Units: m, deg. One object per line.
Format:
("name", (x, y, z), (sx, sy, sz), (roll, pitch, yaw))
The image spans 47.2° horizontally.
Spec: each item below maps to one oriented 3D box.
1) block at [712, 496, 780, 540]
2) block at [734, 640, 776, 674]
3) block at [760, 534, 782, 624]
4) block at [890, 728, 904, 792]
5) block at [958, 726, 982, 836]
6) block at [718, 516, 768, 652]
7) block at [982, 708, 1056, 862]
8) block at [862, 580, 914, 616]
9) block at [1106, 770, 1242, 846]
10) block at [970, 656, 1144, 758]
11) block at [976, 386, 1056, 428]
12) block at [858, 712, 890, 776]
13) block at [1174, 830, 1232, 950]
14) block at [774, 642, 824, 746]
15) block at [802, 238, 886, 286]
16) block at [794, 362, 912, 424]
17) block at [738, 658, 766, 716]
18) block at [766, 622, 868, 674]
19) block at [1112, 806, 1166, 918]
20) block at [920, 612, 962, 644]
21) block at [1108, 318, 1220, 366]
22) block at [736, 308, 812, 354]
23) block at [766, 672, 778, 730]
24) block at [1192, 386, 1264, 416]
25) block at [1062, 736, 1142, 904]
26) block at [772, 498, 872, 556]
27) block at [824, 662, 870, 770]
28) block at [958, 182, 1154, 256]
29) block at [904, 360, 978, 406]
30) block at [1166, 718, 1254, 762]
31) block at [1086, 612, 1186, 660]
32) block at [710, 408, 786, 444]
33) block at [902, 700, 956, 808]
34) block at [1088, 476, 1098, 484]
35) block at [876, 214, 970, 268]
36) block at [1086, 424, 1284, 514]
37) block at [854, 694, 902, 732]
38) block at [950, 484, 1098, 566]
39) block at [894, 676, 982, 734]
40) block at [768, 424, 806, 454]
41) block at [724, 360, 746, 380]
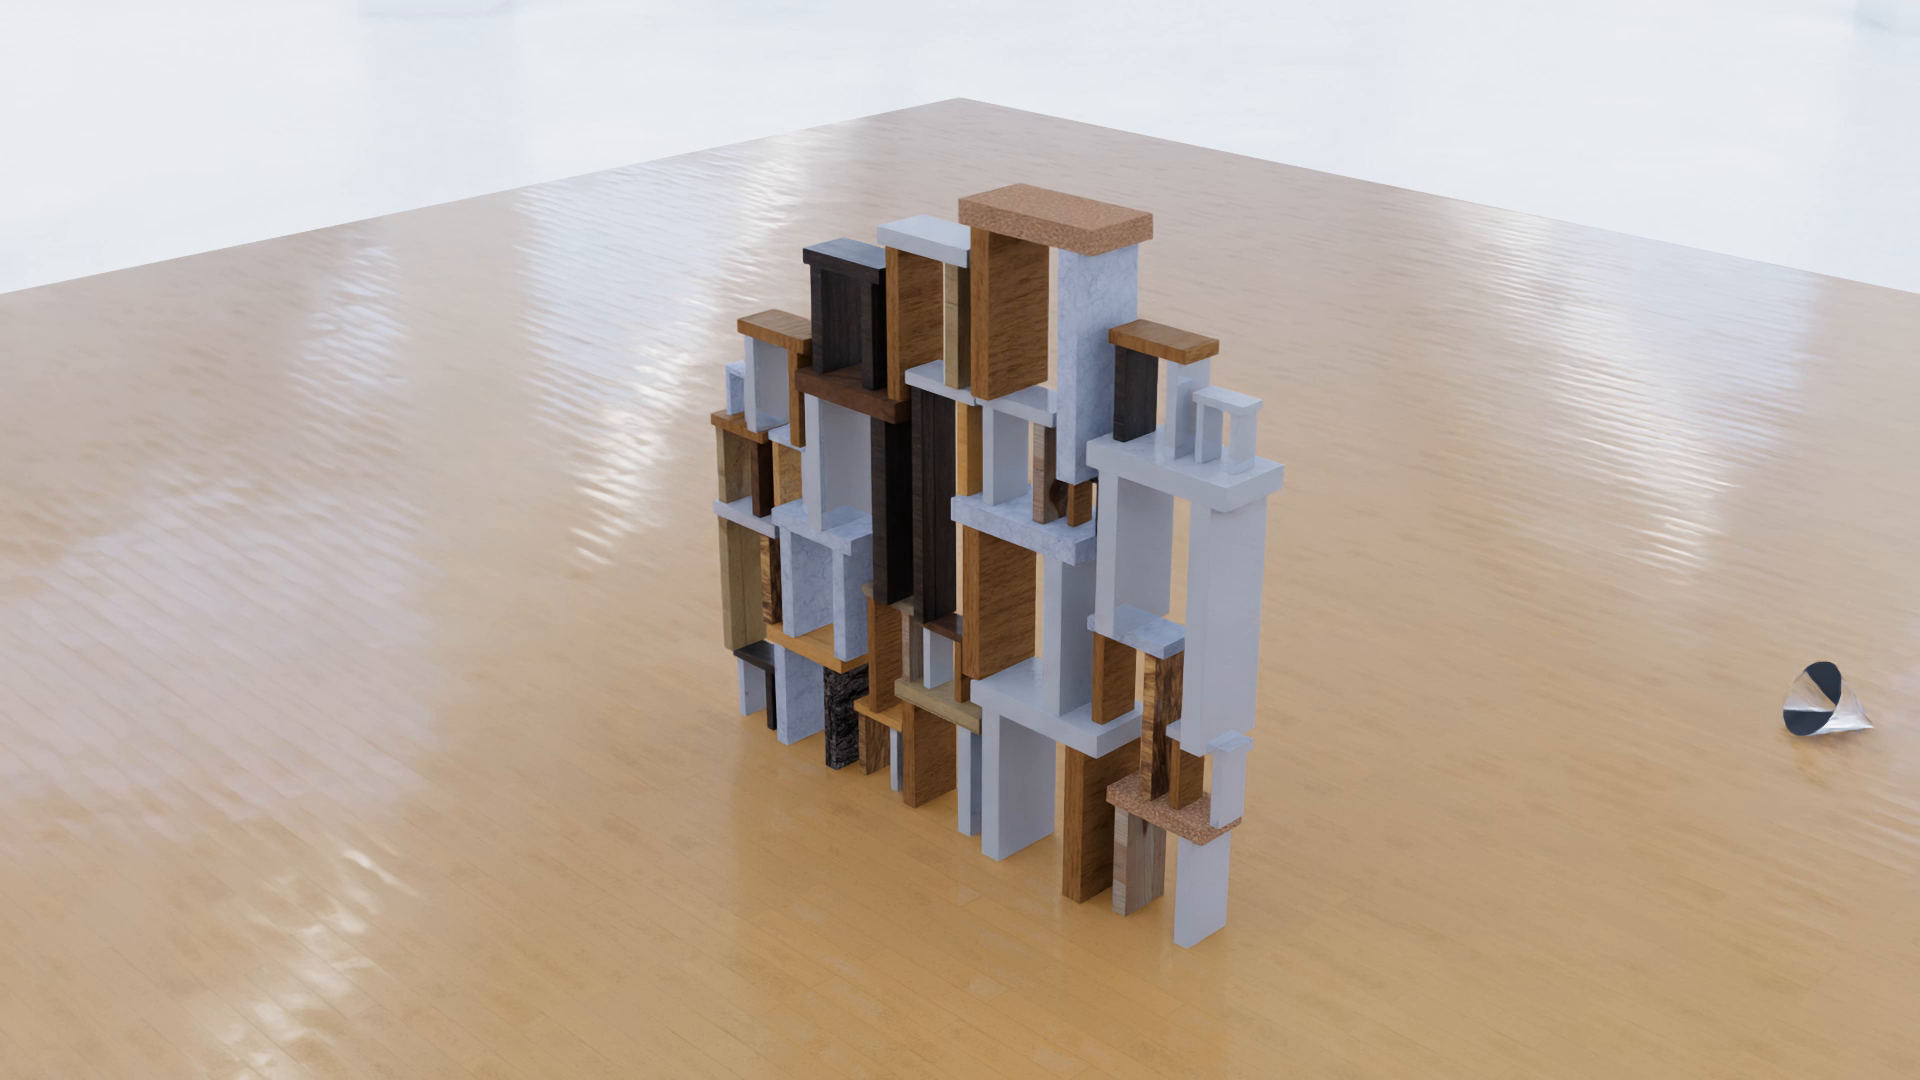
("block", (-0.420, -0.057, 4.656), (0.101, 0.029, 0.203), (-21, 31, -40))
("block", (-0.422, 0.252, 4.784), (0.070, 0.020, 0.139), (-21, 31, -40))
("block", (-0.372, 0.068, 4.656), (0.101, 0.203, 0.029), (-21, 31, -41))
("block", (-0.110, 0.441, 4.538), (0.020, 0.143, 0.072), (21, 31, 41))
("block", (0.050, 0.460, 4.373), (0.034, 0.238, 0.119), (21, 31, 41))
("block", (-0.469, 0.081, 4.765), (0.101, 0.310, 0.029), (-21, 31, -40))
("block", (0.115, 0.450, 4.288), (0.046, 0.322, 0.161), (21, 31, 41))
("block", (-0.118, 0.109, 4.396), (0.075, 0.021, 0.150), (-21, 31, -41))
("block", (0.389, 0.483, 4.006), (0.225, 0.032, 0.112), (21, 31, 41))
("block", (0.191, 0.310, 4.146), (0.322, 0.046, 0.161), (21, 31, 41))
("block", (0.129, -0.249, 3.975), (0.190, 0.027, 0.095), (21, 31, 41))
("block", (-0.178, 0.415, 4.600), (0.020, 0.143, 0.072), (21, 31, 41))
("block", (0.442, 0.622, 4.007), (0.032, 0.225, 0.113), (21, 31, 41))
("block", (-0.340, 0.313, 4.724), (0.033, 0.234, 0.117), (21, 31, 41))
("block", (-0.190, -0.535, 4.208), (0.214, 0.030, 0.107), (21, 31, 40))
("block", (-0.174, -0.296, 4.284), (0.285, 0.040, 0.143), (21, 31, 40))
("block", (-0.455, 0.312, 4.846), (0.070, 0.140, 0.020), (-21, 31, -40))
("block", (-0.285, 0.211, 4.621), (0.234, 0.033, 0.117), (21, 31, 41))
("block", (0.336, 0.580, 4.105), (0.032, 0.225, 0.112), (21, 31, 41))
("block", (-0.012, 0.169, 4.312), (0.065, 0.018, 0.130), (-21, 31, -41))
("block", (0.343, -0.335, 3.712), (0.085, 0.024, 0.171), (-21, 31, -40))
("block", (-0.344, -0.420, 4.417), (0.101, 0.029, 0.202), (-21, 31, -41))
("block", (-0.389, 0.338, 4.786), (0.020, 0.139, 0.070), (21, 31, 41))
("block", (0.443, -0.231, 3.644), (0.106, 0.015, 0.053), (21, 31, 41))
("block", (0.267, 0.509, 4.148), (0.046, 0.322, 0.161), (21, 31, 41))
("block", (-0.259, -0.033, 4.490), (0.121, 0.034, 0.242), (-21, 31, -40))
("block", (-0.230, 0.356, 4.623), (0.033, 0.234, 0.117), (21, 31, 41))
("block", (0.163, -0.557, 3.807), (0.313, 0.044, 0.157), (21, 31, 41))
("block", (-0.007, -0.294, 4.101), (0.183, 0.026, 0.091), (22, 31, 40))
("block", (0.442, 0.349, 3.895), (0.070, 0.020, 0.140), (-21, 31, -41))
("block", (0.325, 0.161, 3.943), (0.181, 0.026, 0.090), (21, 31, 41))
("block", (-0.435, -0.243, 4.593), (0.085, 0.024, 0.169), (-21, 31, -40))
("block", (-0.062, 0.416, 4.476), (0.034, 0.238, 0.119), (21, 31, 41))
("block", (0.239, -0.120, 3.919), (0.099, 0.014, 0.049), (21, 31, 40))
("block", (-0.029, -0.548, 4.025), (0.117, 0.033, 0.234), (-21, 31, -40))
("block", (0.381, -0.128, 3.748), (0.154, 0.044, 0.308), (-21, 31, -40))
("block", (-0.144, 0.353, 4.537), (0.143, 0.020, 0.072), (21, 31, 41))
("block", (0.148, -0.037, 4.054), (0.311, 0.044, 0.156), (21, 31, 41))
("block", (-0.005, 0.313, 4.371), (0.238, 0.034, 0.119), (21, 31, 41))
("block", (-0.323, -0.207, 4.491), (0.067, 0.019, 0.133), (-21, 31, -41))
("block", (-0.444, -0.352, 4.567), (0.046, 0.013, 0.092), (-18, 29, -36))
